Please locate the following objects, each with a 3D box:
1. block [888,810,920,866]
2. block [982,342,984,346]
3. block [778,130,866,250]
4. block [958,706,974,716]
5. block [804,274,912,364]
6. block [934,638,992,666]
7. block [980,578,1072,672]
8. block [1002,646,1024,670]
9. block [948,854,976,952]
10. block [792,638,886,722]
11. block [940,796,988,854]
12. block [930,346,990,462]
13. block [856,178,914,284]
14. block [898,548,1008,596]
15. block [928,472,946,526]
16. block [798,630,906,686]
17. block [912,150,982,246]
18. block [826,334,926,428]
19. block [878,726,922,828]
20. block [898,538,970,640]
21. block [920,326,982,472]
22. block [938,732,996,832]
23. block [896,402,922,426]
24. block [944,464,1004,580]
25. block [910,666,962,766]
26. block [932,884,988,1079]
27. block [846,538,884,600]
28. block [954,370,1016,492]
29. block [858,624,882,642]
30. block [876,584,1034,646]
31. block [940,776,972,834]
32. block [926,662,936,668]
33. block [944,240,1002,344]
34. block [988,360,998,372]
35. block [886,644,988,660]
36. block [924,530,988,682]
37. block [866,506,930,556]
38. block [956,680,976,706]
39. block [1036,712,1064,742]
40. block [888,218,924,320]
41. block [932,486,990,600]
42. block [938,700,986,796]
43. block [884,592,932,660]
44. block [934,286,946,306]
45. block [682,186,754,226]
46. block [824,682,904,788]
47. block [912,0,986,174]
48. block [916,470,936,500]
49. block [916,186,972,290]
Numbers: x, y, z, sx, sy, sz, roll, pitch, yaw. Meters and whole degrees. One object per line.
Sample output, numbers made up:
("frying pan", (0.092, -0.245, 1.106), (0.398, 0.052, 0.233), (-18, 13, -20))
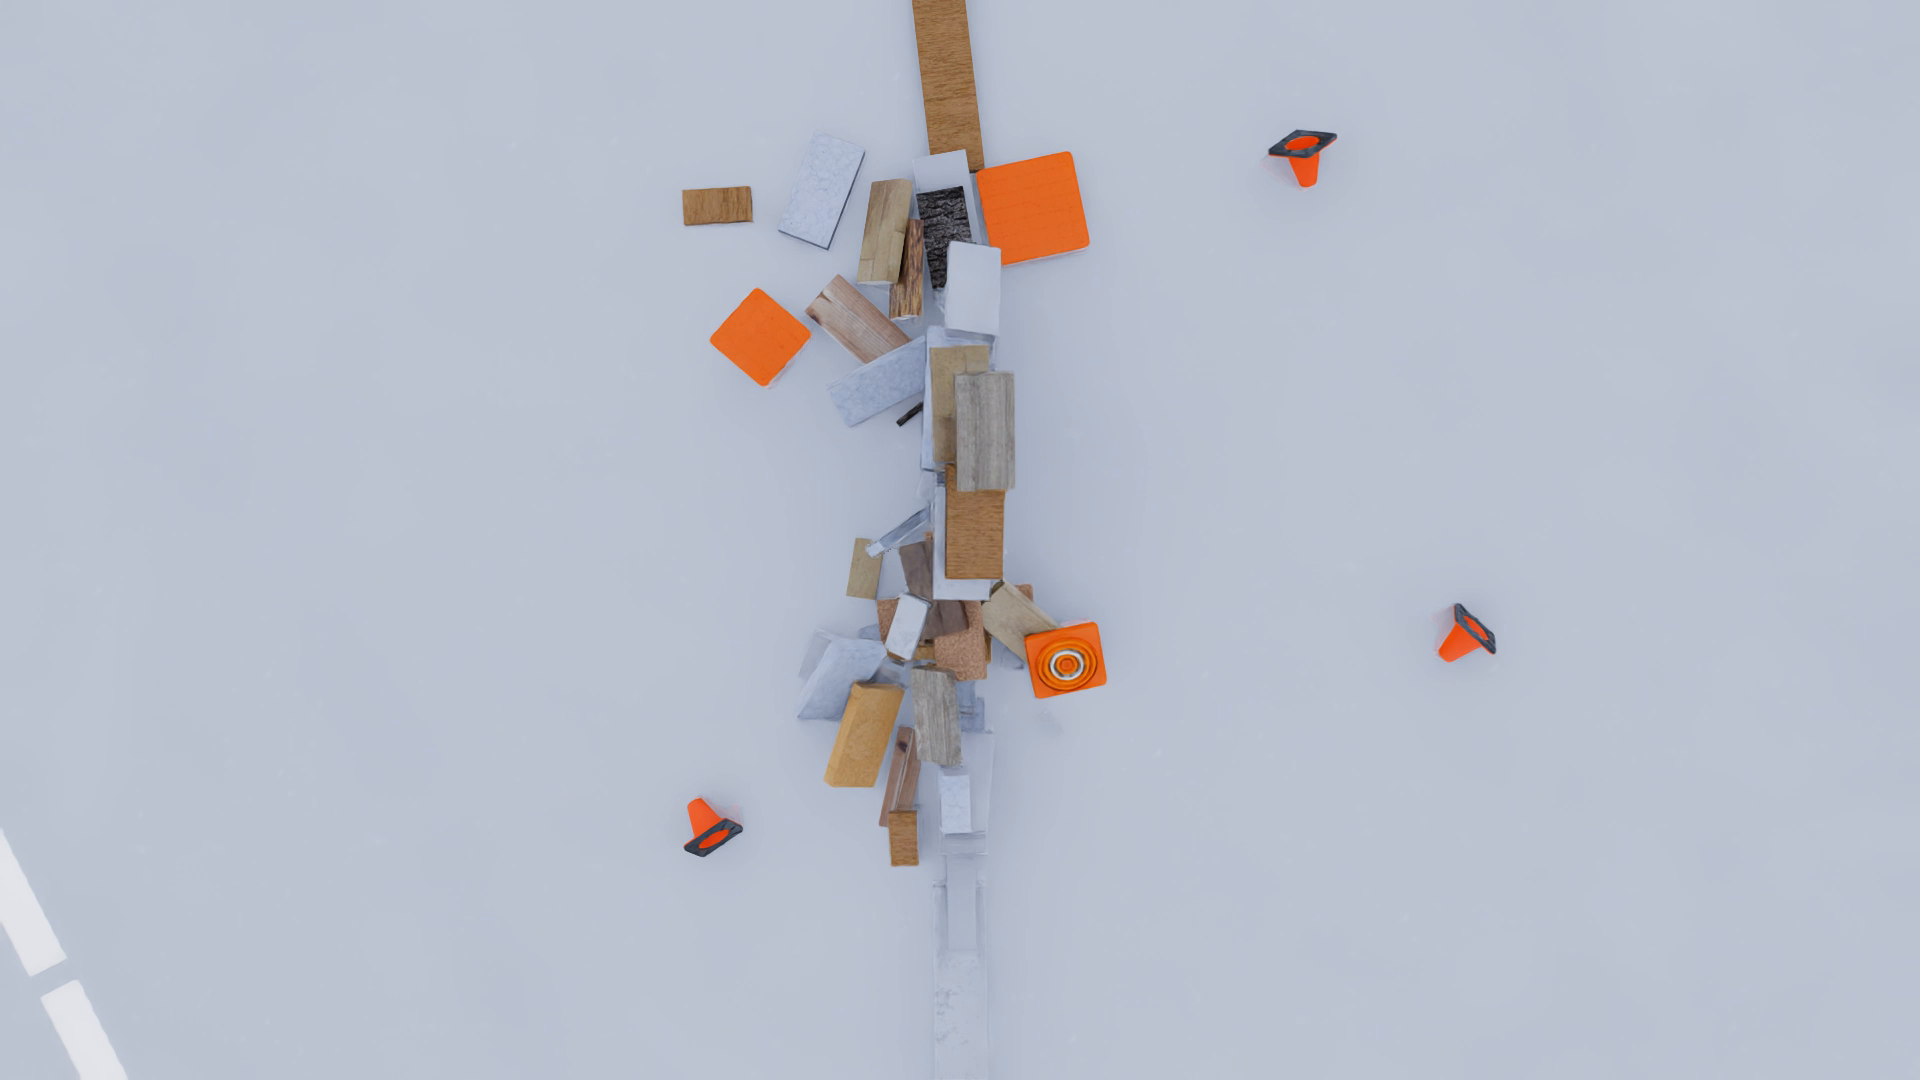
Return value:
("block", (-0.186, 0.990, 5.464), (0.092, 0.026, 0.184), (-2, 101, 3))
("block", (0.021, -0.592, 5.435), (0.123, 0.035, 0.247), (-3, 106, 2))
("block", (-0.458, -1.159, 5.475), (0.175, 0.050, 0.350), (21, 90, 0))
("block", (0.009, 0.507, 5.457), (0.077, 0.022, 0.154), (-1, 64, 0))
("block", (-0.334, -0.708, 5.476), (0.336, 0.048, 0.168), (42, 90, 0))
("block", (0.009, 0.365, 5.459), (0.190, 0.027, 0.095), (-3, 68, 5))
("block", (0.199, 0.279, 5.396), (0.321, 0.046, 0.161), (40, 109, -22))
("block", (0.182, 0.360, 5.490), (0.071, 0.020, 0.142), (7, 90, 0))
("block", (0.004, 1.081, 5.448), (0.092, 0.026, 0.539), (-1, 82, 0))
("block", (-0.392, 0.455, 5.337), (0.175, 0.049, 0.349), (7, 133, -32))
("block", (0.010, 0.876, 5.435), (0.156, 0.044, 0.311), (-1, 75, 0))
("block", (0.001, -0.424, 5.148), (0.179, 0.051, 0.357), (-2, 94, -8))
("block", (-0.248, -1.011, 5.420), (0.048, 0.168, 0.336), (9, 90, -39))
("block", (-0.025, 0.109, 5.397), (0.377, 0.027, 0.095), (-36, 96, 14))
("block", (0.015, -0.208, 5.261), (0.178, 0.050, 0.355), (9, 83, -7))
("block", (-0.358, 0.428, 5.457), (0.321, 0.046, 0.161), (20, 105, 0))
("block", (-0.039, -1.096, 5.445), (0.175, 0.050, 0.350), (-10, 100, 0))
("block", (-0.243, -0.524, 5.438), (0.370, 0.044, 0.155), (-27, 124, 0))
("block", (-0.189, 0.792, 5.486), (0.098, 0.028, 0.339), (12, 90, 0))
("block", (-0.084, 0.153, 5.283), (0.154, 0.044, 0.309), (-14, 91, 14))
("block", (-0.027, -0.444, 5.228), (0.178, 0.050, 0.456), (3, 84, -7))
("block", (0.023, 0.785, 5.367), (0.156, 0.044, 0.311), (5, 75, 2))
("block", (-0.158, -0.422, 5.469), (0.123, 0.062, 0.017), (-38, 90, 0))
("block", (0.045, -0.058, 5.138), (0.179, 0.051, 0.357), (0, 97, -7))
("block", (-0.077, 0.566, 5.324), (0.154, 0.044, 0.309), (4, 102, 40))
("block", (0.004, 1.607, 5.475), (0.175, 0.049, 0.914), (-1, 90, 0))
("block", (-0.314, 0.096, 5.486), (0.098, 0.028, 0.196), (10, 90, 0))
("block", (0.075, -0.332, 5.032), (0.179, 0.051, 0.357), (-3, 105, -7))
("block", (-0.264, 0.311, 5.490), (0.142, 0.020, 0.071), (-18, 90, 0))
("block", (-0.011, 0.251, 5.417), (0.510, 0.046, 0.161), (-6, 119, -1))
("block", (-0.013, 0.853, 5.313), (0.092, 0.026, 0.184), (-2, 75, 0))
("block", (-0.077, 0.443, 5.467), (0.094, 0.013, 0.047), (24, 90, 36))
("block", (0.041, -0.792, 5.262), (0.168, 0.048, 0.336), (8, 63, -11))
("block", (0.064, -0.581, 5.475), (0.106, 0.015, 0.053), (23, 116, -6))
("block", (-0.131, 0.370, 5.438), (0.444, 0.013, 0.047), (-2, 116, 12))
("block", (-0.014, 0.210, 5.319), (0.154, 0.044, 0.489), (-5, 92, 13))
("block", (-0.195, -0.028, 5.395), (0.226, 0.113, 0.032), (-36, 94, -29))
("block", (0.006, 0.469, 5.412), (0.077, 0.022, 0.154), (-5, 87, 0))
("block", (0.300, 0.623, 5.493), (0.047, 0.013, 0.094), (-38, 90, 0))
("block", (-0.177, -0.887, 5.421), (0.044, 0.155, 0.310), (1, 90, -28))
("block", (0.008, 0.009, 5.195), (0.178, 0.050, 0.355), (1, 97, -6))
("block", (0.007, 0.687, 5.439), (0.156, 0.044, 0.311), (-1, 75, 0))
("block", (-0.168, 0.275, 5.281), (0.098, 0.028, 0.196), (24, 106, 20))
("block", (-0.006, -0.774, 5.432), (0.079, 0.022, 0.158), (-29, 128, 18))
("block", (-0.806, -1.111, 5.484), (0.226, 0.032, 0.113), (-4, 90, 0))
("block", (-0.313, 0.640, 5.392), (0.175, 0.049, 0.349), (8, 105, -40))
("block", (-0.056, -1.657, 5.475), (0.175, 0.050, 0.885), (-7, 90, 0))
("block", (-0.068, -0.219, 5.317), (0.095, 0.027, 0.190), (18, 96, 1))
("block", (-0.041, -0.993, 5.415), (0.155, 0.044, 0.311), (-10, 100, 0))
